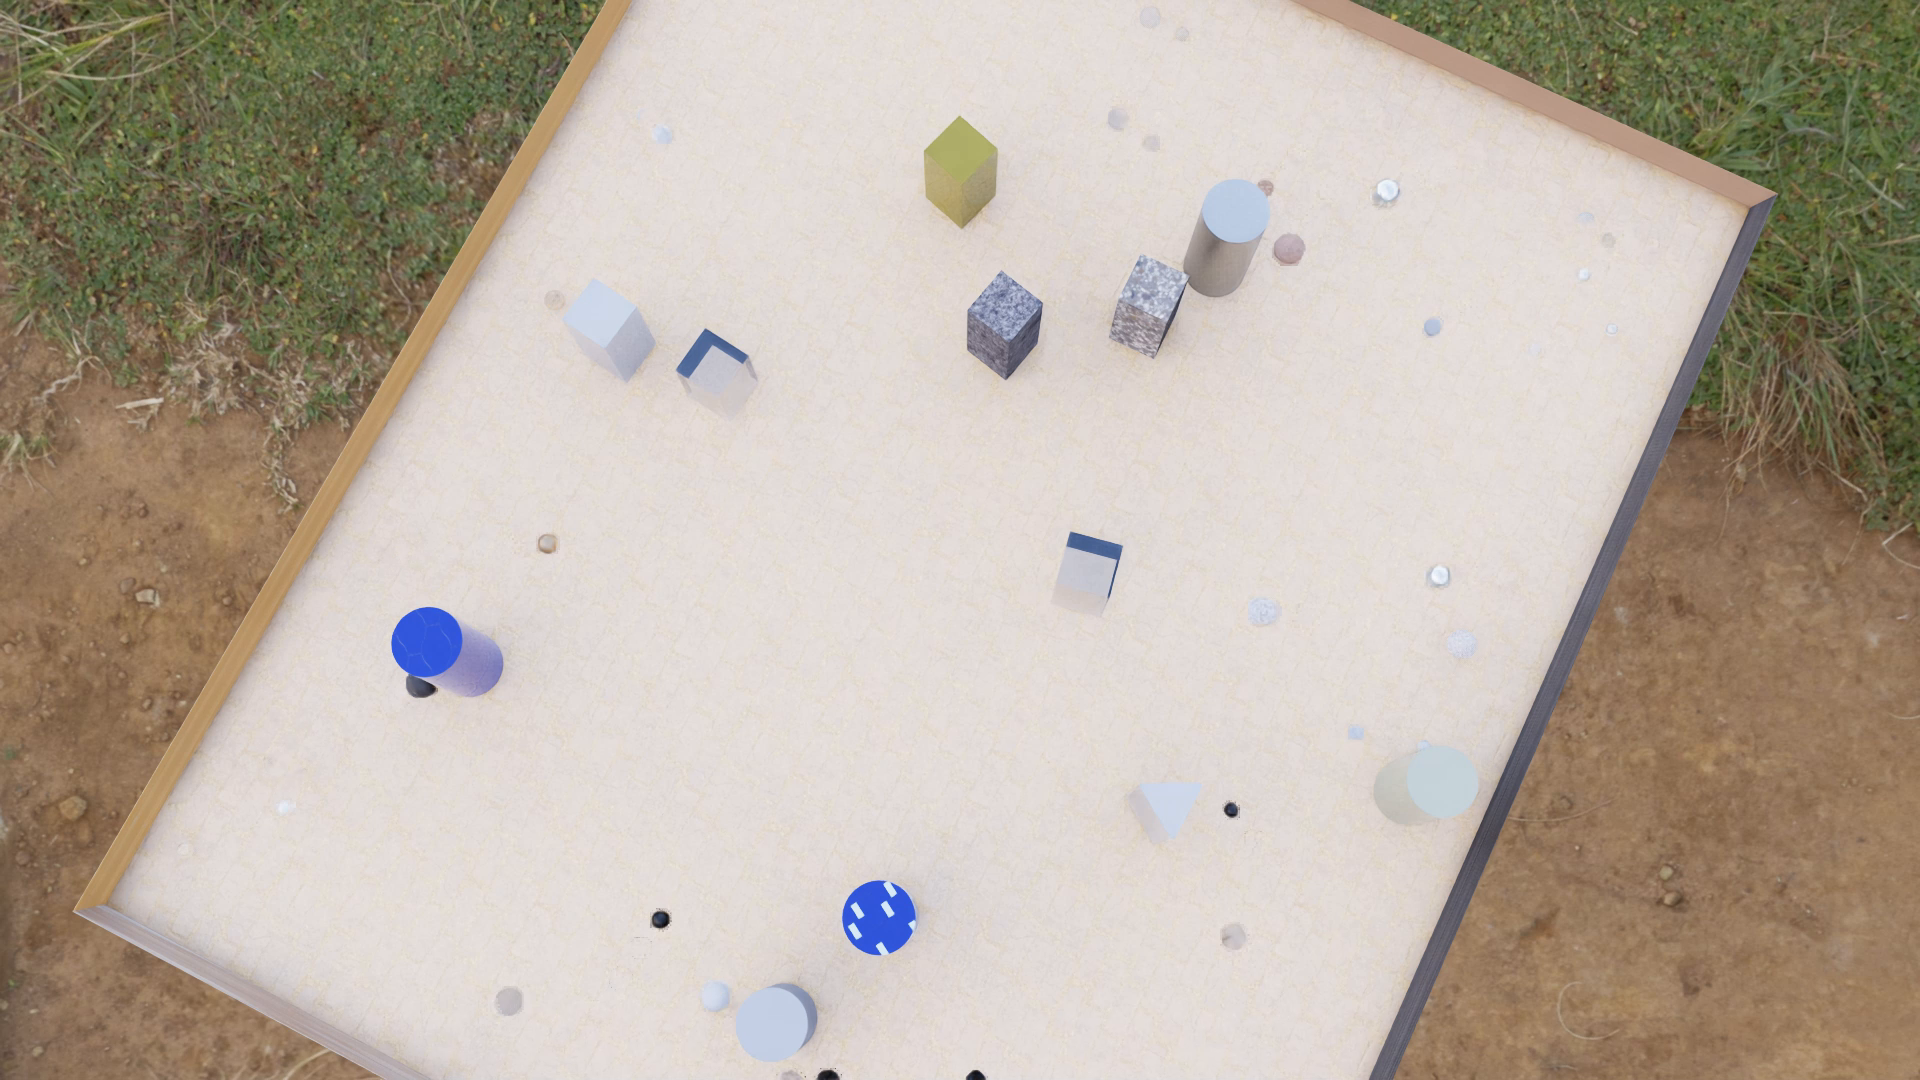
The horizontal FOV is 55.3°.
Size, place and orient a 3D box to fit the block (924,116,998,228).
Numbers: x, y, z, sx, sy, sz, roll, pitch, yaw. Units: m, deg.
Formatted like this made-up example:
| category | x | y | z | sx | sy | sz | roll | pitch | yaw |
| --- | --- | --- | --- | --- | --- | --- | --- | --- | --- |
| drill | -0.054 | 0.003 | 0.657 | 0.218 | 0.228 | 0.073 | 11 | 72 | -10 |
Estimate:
| category | x | y | z | sx | sy | sz | roll | pitch | yaw |
| --- | --- | --- | --- | --- | --- | --- | --- | --- | --- |
| block | 0.002 | -1.133 | 5.667 | 0.158 | 0.360 | 0.158 | 43 | 81 | 8 |

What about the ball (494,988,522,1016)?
| category | x | y | z | sx | sy | sz | roll | pitch | yaw |
| --- | --- | --- | --- | --- | --- | --- | --- | --- | --- |
| ball | -1.306 | 1.336 | 5.299 | 0.080 | 0.080 | 0.080 | 0 | 78 | 0 |

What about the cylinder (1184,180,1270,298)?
| category | x | y | z | sx | sy | sz | roll | pitch | yaw |
| --- | --- | --- | --- | --- | --- | --- | --- | --- | --- |
| cylinder | 0.804 | -0.909 | 5.562 | 0.198 | 0.476 | 0.198 | 0 | 78 | 0 |

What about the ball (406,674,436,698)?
| category | x | y | z | sx | sy | sz | roll | pitch | yaw |
| --- | --- | --- | --- | --- | --- | --- | --- | --- | --- |
| ball | -1.609 | 0.428 | 5.474 | 0.093 | 0.093 | 0.093 | 0 | 78 | 0 |

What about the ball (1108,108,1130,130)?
| category | x | y | z | sx | sy | sz | roll | pitch | yaw |
| --- | --- | --- | --- | --- | --- | --- | --- | --- | --- |
| ball | 0.506 | -1.347 | 5.859 | 0.071 | 0.071 | 0.071 | 0 | 78 | 0 |

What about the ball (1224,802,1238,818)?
| category | x | y | z | sx | sy | sz | roll | pitch | yaw |
| --- | --- | --- | --- | --- | --- | --- | --- | --- | --- |
| ball | 0.803 | 0.801 | 5.427 | 0.046 | 0.046 | 0.046 | 0 | 78 | 0 |

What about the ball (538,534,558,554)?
| category | x | y | z | sx | sy | sz | roll | pitch | yaw |
| --- | --- | --- | --- | --- | --- | --- | --- | --- | --- |
| ball | -1.256 | 0.011 | 5.582 | 0.064 | 0.064 | 0.064 | 0 | 78 | 0 |

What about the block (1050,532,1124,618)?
| category | x | y | z | sx | sy | sz | roll | pitch | yaw |
| --- | --- | --- | --- | --- | --- | --- | --- | --- | --- |
| block | 0.371 | 0.105 | 5.415 | 0.158 | 0.351 | 0.158 | 15 | 79 | 3 |

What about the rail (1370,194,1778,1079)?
| category | x | y | z | sx | sy | sz | roll | pitch | yaw |
| --- | --- | --- | --- | --- | --- | --- | --- | --- | --- |
| rail | 1.580 | 0.780 | 5.388 | 0.045 | 0.128 | 4.242 | 26 | 80 | 5 |

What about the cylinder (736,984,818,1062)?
| category | x | y | z | sx | sy | sz | roll | pitch | yaw |
| --- | --- | --- | --- | --- | --- | --- | --- | --- | --- |
| cylinder | -0.513 | 1.355 | 5.160 | 0.198 | 0.344 | 0.198 | 0 | 78 | 0 |

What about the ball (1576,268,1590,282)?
| category | x | y | z | sx | sy | sz | roll | pitch | yaw |
| --- | --- | --- | --- | --- | --- | --- | --- | --- | --- |
| ball | 1.961 | -0.832 | 5.765 | 0.046 | 0.046 | 0.046 | 0 | 78 | 0 |

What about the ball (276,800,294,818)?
| category | x | y | z | sx | sy | sz | roll | pitch | yaw |
| --- | --- | --- | --- | --- | --- | --- | --- | --- | --- |
| ball | -1.997 | 0.796 | 5.427 | 0.049 | 0.049 | 0.049 | 0 | 78 | 0 |

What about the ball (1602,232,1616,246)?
| category | x | y | z | sx | sy | sz | roll | pitch | yaw |
| --- | --- | --- | --- | --- | --- | --- | --- | --- | --- |
| ball | 2.052 | -0.950 | 5.791 | 0.043 | 0.043 | 0.043 | 0 | 78 | 0 |

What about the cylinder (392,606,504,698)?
| category | x | y | z | sx | sy | sz | roll | pitch | yaw |
| --- | --- | --- | --- | --- | --- | --- | --- | --- | --- |
| cylinder | -1.478 | 0.330 | 5.310 | 0.198 | 0.467 | 0.198 | 0 | 78 | 0 |

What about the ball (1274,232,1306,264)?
| category | x | y | z | sx | sy | sz | roll | pitch | yaw |
| --- | --- | --- | --- | --- | --- | --- | --- | --- | --- |
| ball | 1.034 | -0.914 | 5.755 | 0.099 | 0.099 | 0.099 | 0 | 78 | 0 |

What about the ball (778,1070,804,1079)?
| category | x | y | z | sx | sy | sz | roll | pitch | yaw |
| --- | --- | --- | --- | --- | --- | --- | --- | --- | --- |
| ball | -0.487 | 1.564 | 5.250 | 0.083 | 0.083 | 0.083 | 0 | 78 | 0 |

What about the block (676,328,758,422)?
| category | x | y | z | sx | sy | sz | roll | pitch | yaw |
| --- | --- | --- | --- | --- | --- | --- | --- | --- | --- |
| block | -0.737 | -0.498 | 5.580 | 0.158 | 0.273 | 0.158 | 33 | 80 | 6 |

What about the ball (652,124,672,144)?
| category | x | y | z | sx | sy | sz | roll | pitch | yaw |
| --- | --- | --- | --- | --- | --- | --- | --- | --- | --- |
| ball | -0.953 | -1.295 | 5.854 | 0.061 | 0.061 | 0.061 | 0 | 78 | 0 |

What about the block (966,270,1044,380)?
| category | x | y | z | sx | sy | sz | roll | pitch | yaw |
| --- | --- | --- | --- | --- | --- | --- | --- | --- | --- |
| block | 0.133 | -0.645 | 5.553 | 0.158 | 0.386 | 0.158 | 39 | 81 | 7 |

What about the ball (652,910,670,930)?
| category | x | y | z | sx | sy | sz | roll | pitch | yaw |
| --- | --- | --- | --- | --- | --- | --- | --- | --- | --- |
| ball | -0.876 | 1.110 | 5.359 | 0.055 | 0.055 | 0.055 | 0 | 78 | 0 |

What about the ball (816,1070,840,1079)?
| category | x | y | z | sx | sy | sz | roll | pitch | yaw |
| --- | --- | --- | --- | --- | --- | --- | --- | --- | --- |
| ball | -0.379 | 1.554 | 5.260 | 0.068 | 0.068 | 0.068 | 0 | 78 | 0 |

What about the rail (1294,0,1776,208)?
| category | x | y | z | sx | sy | sz | roll | pitch | yaw |
| --- | --- | --- | --- | --- | --- | --- | --- | --- | --- |
| rail | 0.938 | -1.830 | 5.929 | 3.581 | 0.128 | 0.045 | 26 | 80 | 5 |

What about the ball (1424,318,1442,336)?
| category | x | y | z | sx | sy | sz | roll | pitch | yaw |
| --- | --- | --- | --- | --- | --- | --- | --- | --- | --- |
| ball | 1.477 | -0.666 | 5.726 | 0.056 | 0.056 | 0.056 | 0 | 78 | 0 |

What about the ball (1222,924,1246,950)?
| category | x | y | z | sx | sy | sz | roll | pitch | yaw |
| --- | --- | --- | --- | --- | --- | --- | --- | --- | --- |
| ball | 0.798 | 1.158 | 5.339 | 0.075 | 0.075 | 0.075 | 0 | 78 | 0 |

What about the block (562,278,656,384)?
| category | x | y | z | sx | sy | sz | roll | pitch | yaw |
| --- | --- | --- | --- | --- | --- | --- | --- | --- | --- |
| block | -1.061 | -0.631 | 5.564 | 0.158 | 0.359 | 0.158 | 34 | 80 | 7 |

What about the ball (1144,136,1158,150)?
| category | x | y | z | sx | sy | sz | roll | pitch | yaw |
| --- | --- | --- | --- | --- | --- | --- | --- | --- | --- |
| ball | 0.612 | -1.269 | 5.856 | 0.046 | 0.046 | 0.046 | 0 | 78 | 0 |

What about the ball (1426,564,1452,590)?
| category | x | y | z | sx | sy | sz | roll | pitch | yaw |
| --- | --- | --- | --- | --- | --- | --- | --- | --- | --- |
| ball | 1.450 | 0.112 | 5.553 | 0.079 | 0.079 | 0.079 | 0 | 78 | 0 |

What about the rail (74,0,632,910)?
| category | x | y | z | sx | sy | sz | roll | pitch | yaw |
| --- | --- | --- | --- | --- | --- | --- | --- | --- | --- |
| rail | -1.580 | -0.767 | 5.709 | 0.045 | 0.128 | 4.242 | 26 | 80 | 5 |

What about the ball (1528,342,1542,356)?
| category | x | y | z | sx | sy | sz | roll | pitch | yaw |
| --- | --- | --- | --- | --- | --- | --- | --- | --- | --- |
| ball | 1.796 | -0.596 | 5.719 | 0.041 | 0.041 | 0.041 | 0 | 78 | 0 |

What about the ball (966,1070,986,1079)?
| category | x | y | z | sx | sy | sz | roll | pitch | yaw |
| --- | --- | --- | --- | --- | --- | --- | --- | --- | --- |
| ball | 0.045 | 1.553 | 5.266 | 0.058 | 0.058 | 0.058 | 0 | 78 | 0 |

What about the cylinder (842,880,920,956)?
| category | x | y | z | sx | sy | sz | roll | pitch | yaw |
| --- | --- | --- | --- | --- | --- | --- | --- | --- | --- |
| cylinder | -0.218 | 1.063 | 5.156 | 0.198 | 0.472 | 0.198 | 0 | 78 | 0 |

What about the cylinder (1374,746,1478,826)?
| category | x | y | z | sx | sy | sz | roll | pitch | yaw |
| --- | --- | --- | --- | --- | --- | --- | --- | --- | --- |
| cylinder | 1.331 | 0.709 | 5.259 | 0.198 | 0.413 | 0.198 | 0 | 78 | 0 |

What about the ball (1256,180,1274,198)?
| category | x | y | z | sx | sy | sz | roll | pitch | yaw |
| --- | --- | --- | --- | --- | --- | --- | --- | --- | --- |
| ball | 0.967 | -1.115 | 5.818 | 0.058 | 0.058 | 0.058 | 0 | 78 | 0 |

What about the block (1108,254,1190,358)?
| category | x | y | z | sx | sy | sz | roll | pitch | yaw |
| --- | --- | --- | --- | --- | --- | --- | --- | --- | --- |
| block | 0.571 | -0.706 | 5.575 | 0.158 | 0.368 | 0.158 | 26 | 79 | 5 |

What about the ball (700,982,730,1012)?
| category | x | y | z | sx | sy | sz | roll | pitch | yaw |
| --- | --- | --- | --- | --- | --- | --- | --- | --- | --- |
| ball | -0.706 | 1.321 | 5.299 | 0.086 | 0.086 | 0.086 | 0 | 78 | 0 |

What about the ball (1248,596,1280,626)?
| category | x | y | z | sx | sy | sz | roll | pitch | yaw |
| --- | --- | --- | --- | --- | --- | --- | --- | --- | --- |
| ball | 0.917 | 0.215 | 5.526 | 0.090 | 0.090 | 0.090 | 0 | 78 | 0 |

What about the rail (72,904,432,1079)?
| category | x | y | z | sx | sy | sz | roll | pitch | yaw |
| --- | --- | --- | --- | --- | --- | --- | --- | --- | --- |
| rail | -0.938 | 1.844 | 5.168 | 3.581 | 0.128 | 0.045 | 26 | 80 | 5 |

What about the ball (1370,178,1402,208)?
| category | x | y | z | sx | sy | sz | roll | pitch | yaw |
| --- | --- | --- | --- | --- | --- | --- | --- | --- | --- |
| ball | 1.349 | -1.098 | 5.794 | 0.097 | 0.097 | 0.097 | 0 | 78 | 0 |

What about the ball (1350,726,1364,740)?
| category | x | y | z | sx | sy | sz | roll | pitch | yaw |
| --- | --- | --- | --- | --- | --- | --- | --- | --- | --- |
| ball | 1.186 | 0.576 | 5.474 | 0.045 | 0.045 | 0.045 | 0 | 78 | 0 |

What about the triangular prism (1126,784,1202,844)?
| category | x | y | z | sx | sy | sz | roll | pitch | yaw |
| --- | --- | --- | --- | --- | --- | --- | --- | --- | --- |
| triangular prism | 0.601 | 0.751 | 5.236 | 0.148 | 0.440 | 0.171 | -30 | 80 | -6 |
